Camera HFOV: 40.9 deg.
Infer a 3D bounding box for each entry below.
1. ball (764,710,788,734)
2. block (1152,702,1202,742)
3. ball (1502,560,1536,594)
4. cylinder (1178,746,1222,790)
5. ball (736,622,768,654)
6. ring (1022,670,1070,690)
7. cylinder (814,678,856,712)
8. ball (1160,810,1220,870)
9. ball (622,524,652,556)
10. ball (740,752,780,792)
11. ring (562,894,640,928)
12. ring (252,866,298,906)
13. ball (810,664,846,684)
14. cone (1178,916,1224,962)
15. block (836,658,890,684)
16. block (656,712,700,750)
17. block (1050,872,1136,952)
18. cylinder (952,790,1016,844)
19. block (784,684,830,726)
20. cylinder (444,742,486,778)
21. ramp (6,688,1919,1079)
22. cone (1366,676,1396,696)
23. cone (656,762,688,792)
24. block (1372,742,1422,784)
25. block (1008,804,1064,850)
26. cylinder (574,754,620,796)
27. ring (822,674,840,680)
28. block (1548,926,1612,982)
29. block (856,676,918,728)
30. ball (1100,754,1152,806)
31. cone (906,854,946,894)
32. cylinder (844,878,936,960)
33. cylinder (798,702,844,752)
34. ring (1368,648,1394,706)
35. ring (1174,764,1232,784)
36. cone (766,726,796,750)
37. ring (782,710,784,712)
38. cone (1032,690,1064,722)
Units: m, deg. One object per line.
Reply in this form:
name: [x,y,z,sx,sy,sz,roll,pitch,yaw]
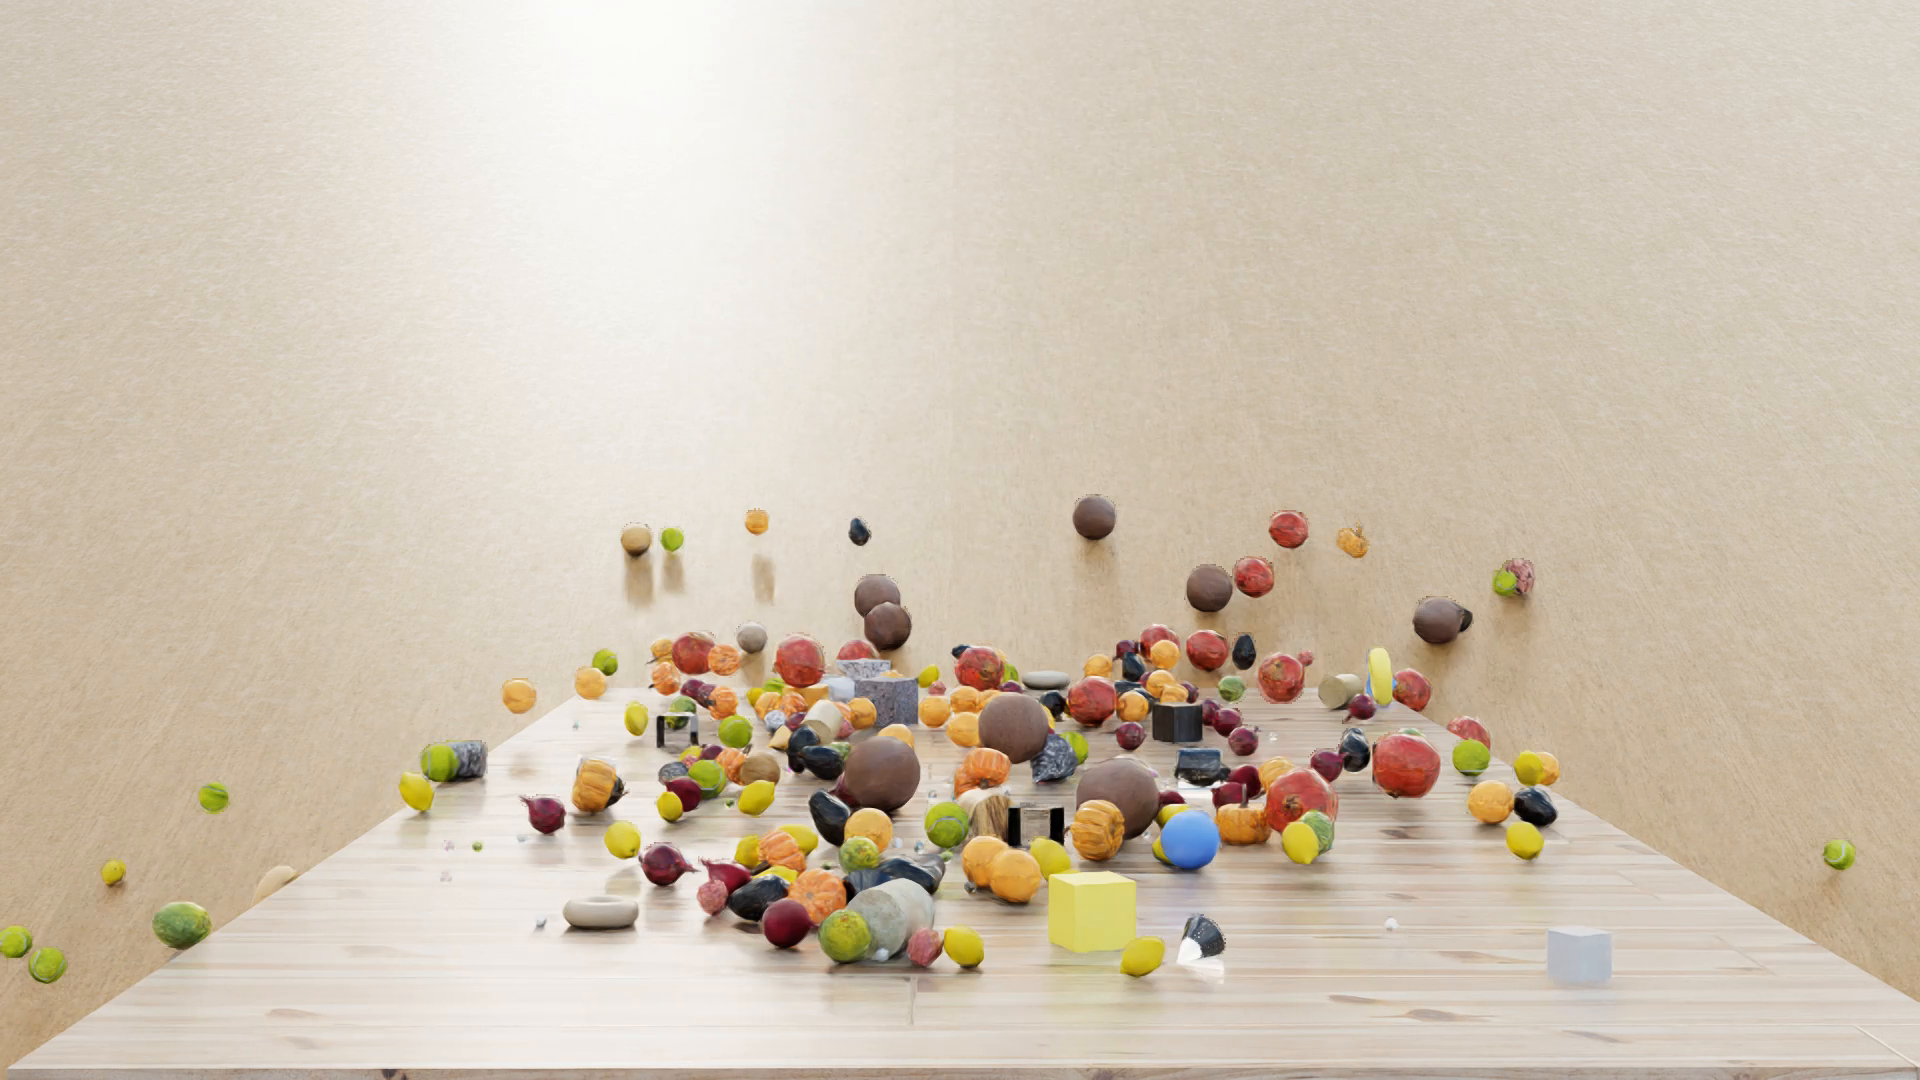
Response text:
ball: [-0.393,0.389,5.488,0.052,0.052,0.052,0,24,0]
block: [0.453,0.380,5.376,0.075,0.075,0.075,-1,2,-32]
ball: [1.575,0.105,7.262,0.095,0.095,0.095,0,24,0]
cylinder: [0.428,0.408,4.607,0.076,0.076,0.076,0,24,7]
ball: [-0.558,0.264,6.920,0.083,0.083,0.083,0,24,0]
ring: [0.220,0.356,6.540,0.122,0.041,0.122,-1,2,0]
cylinder: [-0.289,0.358,5.895,0.082,0.082,0.082,19,15,36]
ball: [0.334,0.435,3.734,0.085,0.085,0.085,0,24,0]
ball: [-0.942,0.000,7.503,0.091,0.091,0.091,0,24,0]
ball: [-0.353,0.412,4.564,0.071,0.071,0.071,0,24,0]
ring: [-0.462,0.478,3.311,0.098,0.033,0.098,1,2,0]
ring: [-0.983,0.524,3.701,0.038,0.114,0.114,13,26,9]
ball: [-0.316,0.344,6.184,0.090,0.090,0.090,0,24,0]
cone: [0.276,0.489,3.080,0.057,0.057,0.057,19,41,36]
block: [-0.235,0.340,6.240,0.094,0.094,0.094,-2,3,-44]
block: [-0.576,0.389,5.262,0.067,0.067,0.067,1,2,15]
block: [0.163,0.458,3.177,0.081,0.081,0.081,-1,2,-20]
cylinder: [0.040,0.429,3.992,0.079,0.079,0.079,-11,4,-24]
block: [-0.339,0.365,5.683,0.085,0.085,0.085,0,2,9]
cylinder: [-0.917,0.408,4.781,0.064,0.064,0.064,0,24,3]
ramp: [0.055,0.499,4.546,2.000,0.100,4.000,0,2,0]
cone: [1.023,0.328,6.322,0.078,0.078,0.078,-17,26,9]
cone: [-0.507,0.434,4.592,0.057,0.057,0.057,-8,41,-18]
block: [0.803,0.408,4.731,0.066,0.066,0.066,2,3,44]
block: [0.117,0.440,3.954,0.061,0.061,0.061,2,3,38]
cylinder: [-0.640,0.414,4.539,0.066,0.066,0.066,12,21,-15]
ring: [-0.294,0.351,5.979,0.028,0.084,0.084,-9,16,35]
block: [0.719,0.479,2.988,0.052,0.052,0.052,-1,2,-31]
block: [-0.162,0.357,5.682,0.100,0.100,0.100,1,2,30]
ball: [0.284,0.410,4.405,0.087,0.087,0.087,0,24,0]
cone: [-0.042,0.472,3.549,0.058,0.058,0.058,-5,30,-10]
cylinder: [-0.085,0.459,3.121,0.084,0.084,0.084,11,6,23]
cylinder: [-0.273,0.366,5.035,0.072,0.072,0.072,6,26,13]
ring: [0.989,0.321,6.054,0.046,0.137,0.137,-6,24,5]
ring: [0.442,0.425,4.693,0.107,0.036,0.107,1,5,0]
cone: [-0.369,0.409,5.185,0.054,0.054,0.054,-25,34,-35]
ring: [-0.349,0.386,5.805,0.104,0.035,0.104,-1,2,0]
cone: [0.196,0.368,5.749,0.072,0.072,0.072,0,2,0]
